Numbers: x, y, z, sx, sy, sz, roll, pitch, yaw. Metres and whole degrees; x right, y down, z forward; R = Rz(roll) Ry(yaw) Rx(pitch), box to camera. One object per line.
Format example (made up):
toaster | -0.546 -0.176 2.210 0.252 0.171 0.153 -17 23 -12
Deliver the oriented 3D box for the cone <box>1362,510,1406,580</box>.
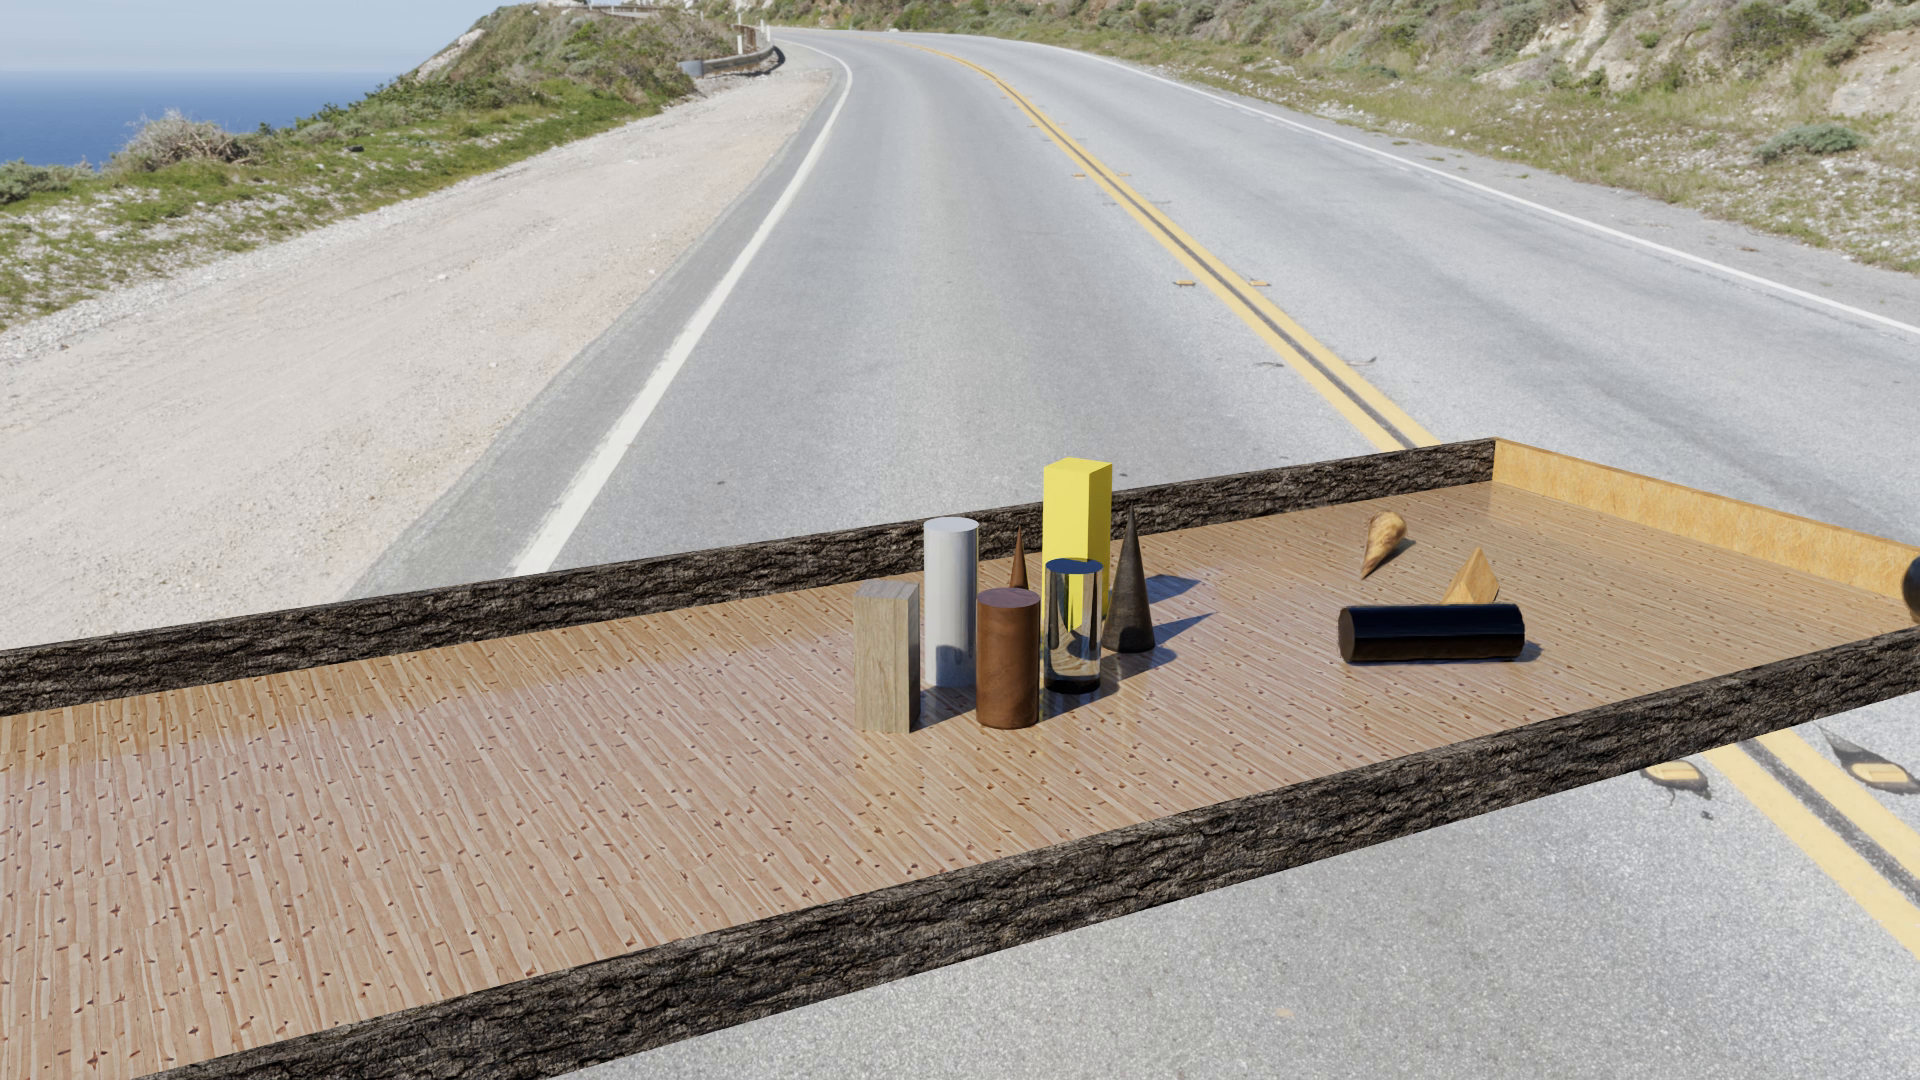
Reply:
cone | 1.285 0.042 5.108 0.117 0.117 0.428 7 26 23

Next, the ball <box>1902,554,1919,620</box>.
ball | 2.706 0.129 4.499 0.235 0.235 0.235 0 16 0

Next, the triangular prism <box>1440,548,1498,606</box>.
triangular prism | 1.455 0.124 4.716 0.135 0.117 0.367 7 18 23

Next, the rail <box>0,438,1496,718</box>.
rail | -3.305 0.497 3.399 12.000 0.150 0.050 -9 18 -27

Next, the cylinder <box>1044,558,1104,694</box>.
cylinder | 0.280 0.212 4.085 0.143 0.310 0.143 0 16 0

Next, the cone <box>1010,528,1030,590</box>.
cone | 0.157 0.117 4.359 0.101 0.338 0.101 0 16 0

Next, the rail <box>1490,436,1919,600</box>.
rail | 2.466 -0.048 5.253 0.050 0.150 2.100 -9 18 -27

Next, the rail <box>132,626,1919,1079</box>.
rail | -2.336 1.006 1.665 12.000 0.150 0.050 -9 18 -27

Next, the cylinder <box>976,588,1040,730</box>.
cylinder | 0.112 0.278 3.877 0.151 0.301 0.151 0 16 0

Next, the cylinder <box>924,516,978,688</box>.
cylinder | -0.022 0.155 4.113 0.136 0.403 0.136 0 16 0

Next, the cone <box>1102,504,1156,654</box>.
cone | 0.449 0.086 4.354 0.147 0.399 0.147 0 16 0

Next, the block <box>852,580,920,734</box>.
block | -0.169 0.271 3.852 0.129 0.328 0.129 3 17 10

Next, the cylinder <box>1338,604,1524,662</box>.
cylinder | 1.220 0.241 4.280 0.444 0.143 0.143 -1 16 -4

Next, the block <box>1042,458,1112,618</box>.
block | 0.324 0.004 4.572 0.138 0.434 0.138 10 19 30
